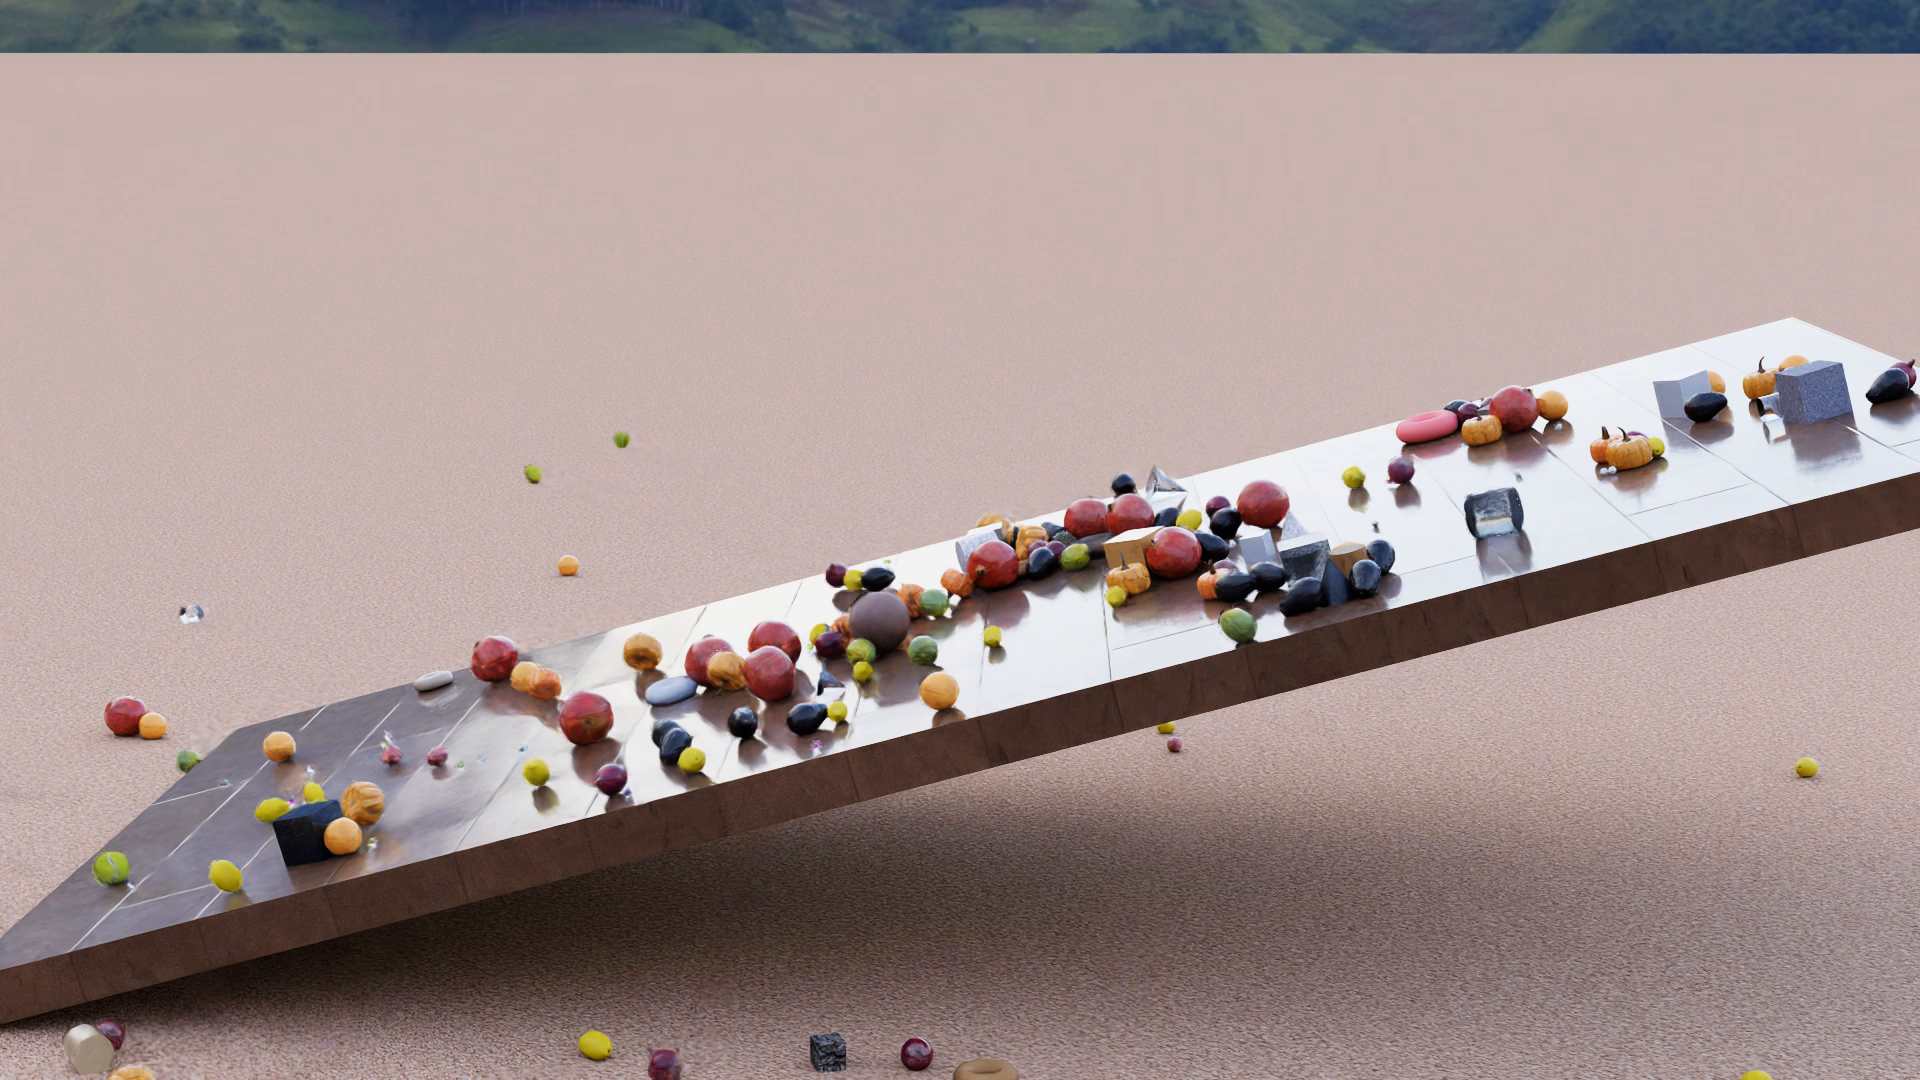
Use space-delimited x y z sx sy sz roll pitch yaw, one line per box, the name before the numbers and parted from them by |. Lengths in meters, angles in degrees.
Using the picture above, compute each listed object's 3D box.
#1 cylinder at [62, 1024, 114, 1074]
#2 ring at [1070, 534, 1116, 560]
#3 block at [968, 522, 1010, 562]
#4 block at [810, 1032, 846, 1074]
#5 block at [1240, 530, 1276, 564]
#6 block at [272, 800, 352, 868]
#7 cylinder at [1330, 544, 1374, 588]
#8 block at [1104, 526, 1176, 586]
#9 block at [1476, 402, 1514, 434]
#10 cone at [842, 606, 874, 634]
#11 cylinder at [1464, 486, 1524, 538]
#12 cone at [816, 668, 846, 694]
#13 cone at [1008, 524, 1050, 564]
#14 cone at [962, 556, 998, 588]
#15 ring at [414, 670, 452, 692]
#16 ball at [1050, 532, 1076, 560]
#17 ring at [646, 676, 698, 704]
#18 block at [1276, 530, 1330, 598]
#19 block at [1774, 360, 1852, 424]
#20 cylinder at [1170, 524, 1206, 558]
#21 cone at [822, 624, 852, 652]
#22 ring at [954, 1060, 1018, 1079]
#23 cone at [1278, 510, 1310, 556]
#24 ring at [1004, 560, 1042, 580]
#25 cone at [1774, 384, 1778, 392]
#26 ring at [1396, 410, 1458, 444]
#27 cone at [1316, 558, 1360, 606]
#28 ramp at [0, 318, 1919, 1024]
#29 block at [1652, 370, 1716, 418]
cylinder | -1.574 0.919 5.313 0.072 0.072 0.072 -6 12 -31
ring | 0.301 0.016 6.568 0.120 0.040 0.120 -14 10 2
block | 0.068 0.013 6.838 0.081 0.081 0.081 -15 9 5
block | -0.239 0.928 5.322 0.053 0.053 0.053 -3 11 -18
block | 0.611 0.013 6.041 0.051 0.051 0.051 -11 10 26
block | -1.254 0.567 5.693 0.093 0.093 0.093 -11 10 26
cylinder | 0.738 0.051 5.550 0.070 0.070 0.070 -15 9 3
block | 0.376 0.034 6.163 0.095 0.095 0.095 -8 12 40
block | 1.226 -0.280 6.750 0.054 0.054 0.054 -23 12 -40
cone | -0.215 0.186 6.436 0.066 0.066 0.066 18 16 20
cylinder | 1.024 -0.053 5.639 0.087 0.087 0.087 -10 4 29
cone | -0.254 0.291 5.895 0.057 0.057 0.057 18 12 5
cone | 0.163 0.020 6.759 0.094 0.094 0.094 11 10 -3
cone | 0.052 0.080 6.614 0.074 0.074 0.074 15 8 -11
ring | -1.299 0.347 7.253 0.098 0.033 0.098 -15 8 2
ball | 0.234 0.013 6.623 0.062 0.062 0.062 0 10 0
ring | -0.615 0.321 6.275 0.116 0.039 0.116 -14 10 3
block | 0.665 0.046 5.620 0.094 0.094 0.094 -15 9 5
block | 1.715 -0.298 5.912 0.100 0.100 0.100 -17 9 -8
cylinder | 0.482 0.002 6.222 0.058 0.058 0.058 20 9 -4
cone | -0.262 0.218 6.332 0.064 0.064 0.064 11 10 -2
ring | 0.046 0.954 5.220 0.117 0.039 0.117 -1 10 0
cone | 0.682 -0.023 6.024 0.088 0.088 0.088 -15 9 3
ring | 0.140 0.067 6.561 0.089 0.030 0.089 -15 11 3
cone | 1.685 -0.296 6.042 0.071 0.071 0.071 -15 9 3
ring | 1.095 -0.265 6.895 0.150 0.050 0.150 -14 10 3
cone | 0.693 0.070 5.463 0.085 0.085 0.085 -15 9 3
ramp | 0.081 0.191 6.328 4.000 0.100 2.000 -15 9 4
block | 1.557 -0.315 6.327 0.083 0.083 0.083 -20 10 -26
